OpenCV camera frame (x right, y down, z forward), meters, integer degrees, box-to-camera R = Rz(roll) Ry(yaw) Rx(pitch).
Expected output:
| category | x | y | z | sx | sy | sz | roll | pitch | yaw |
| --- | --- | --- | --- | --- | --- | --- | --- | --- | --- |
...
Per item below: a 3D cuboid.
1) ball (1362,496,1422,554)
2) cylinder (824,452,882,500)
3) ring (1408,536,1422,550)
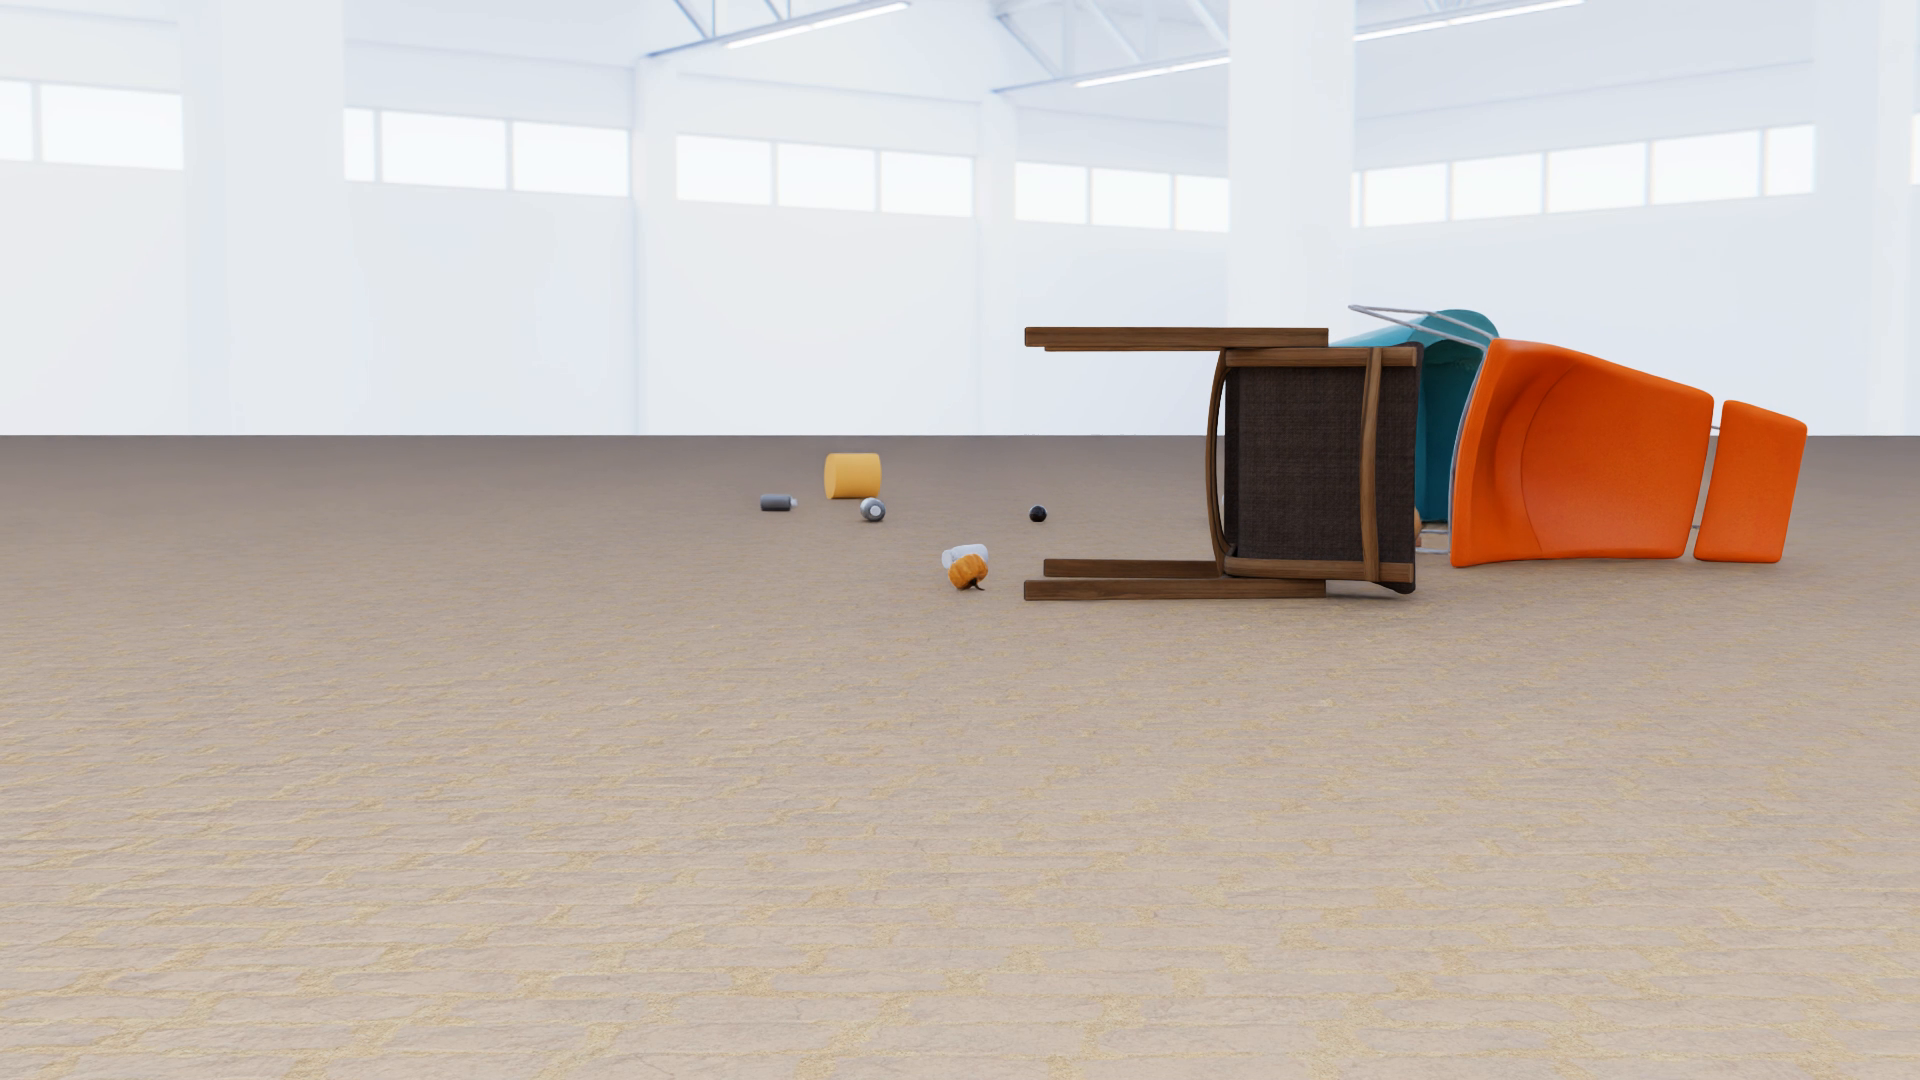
| category | x | y | z | sx | sy | sz | roll | pitch | yaw |
| --- | --- | --- | --- | --- | --- | --- | --- | --- | --- |
| ball | 1.179 | -0.042 | 6.005 | 0.158 | 0.158 | 0.158 | 0 | 4 | 0 |
| cylinder | -0.439 | -0.262 | 8.995 | 0.195 | 0.189 | 0.147 | -2 | 15 | -22 |
| ring | 1.214 | -0.033 | 6.137 | 0.185 | 0.038 | 0.115 | 42 | 30 | 16 |
